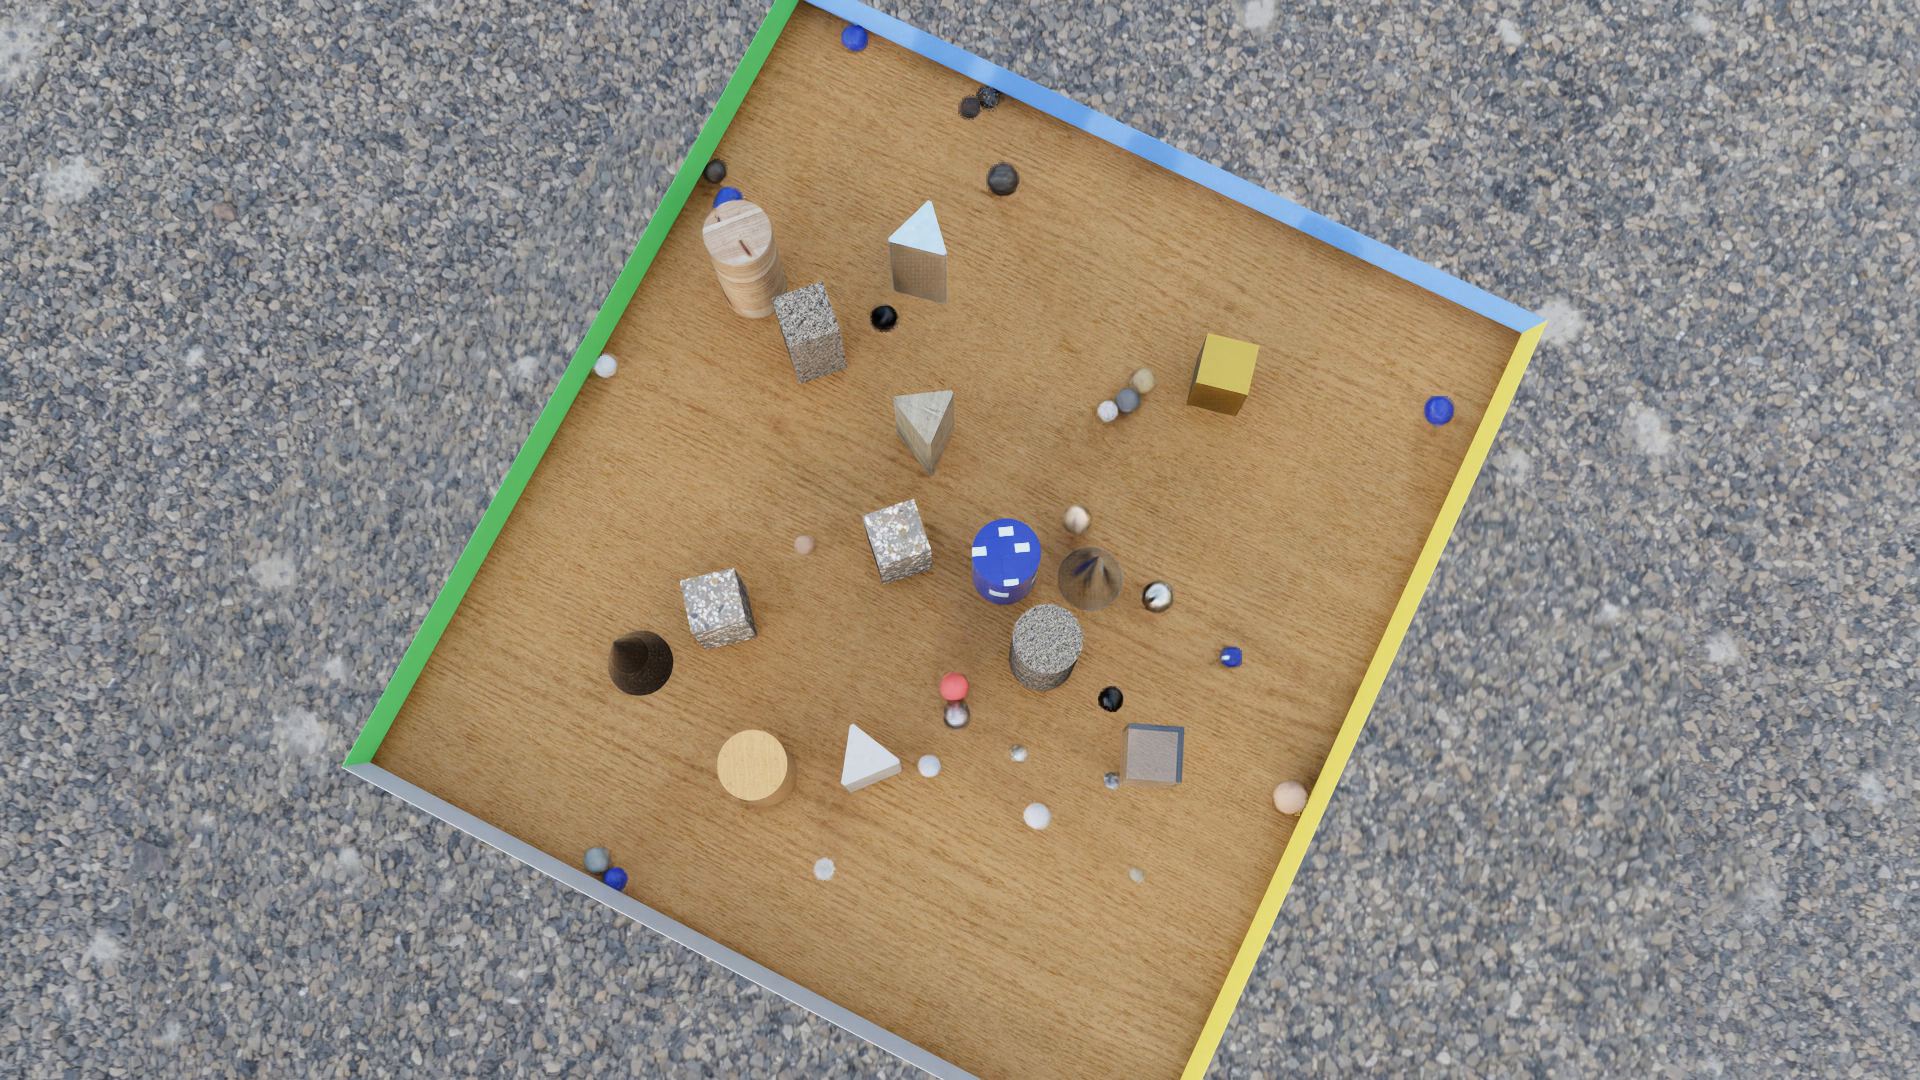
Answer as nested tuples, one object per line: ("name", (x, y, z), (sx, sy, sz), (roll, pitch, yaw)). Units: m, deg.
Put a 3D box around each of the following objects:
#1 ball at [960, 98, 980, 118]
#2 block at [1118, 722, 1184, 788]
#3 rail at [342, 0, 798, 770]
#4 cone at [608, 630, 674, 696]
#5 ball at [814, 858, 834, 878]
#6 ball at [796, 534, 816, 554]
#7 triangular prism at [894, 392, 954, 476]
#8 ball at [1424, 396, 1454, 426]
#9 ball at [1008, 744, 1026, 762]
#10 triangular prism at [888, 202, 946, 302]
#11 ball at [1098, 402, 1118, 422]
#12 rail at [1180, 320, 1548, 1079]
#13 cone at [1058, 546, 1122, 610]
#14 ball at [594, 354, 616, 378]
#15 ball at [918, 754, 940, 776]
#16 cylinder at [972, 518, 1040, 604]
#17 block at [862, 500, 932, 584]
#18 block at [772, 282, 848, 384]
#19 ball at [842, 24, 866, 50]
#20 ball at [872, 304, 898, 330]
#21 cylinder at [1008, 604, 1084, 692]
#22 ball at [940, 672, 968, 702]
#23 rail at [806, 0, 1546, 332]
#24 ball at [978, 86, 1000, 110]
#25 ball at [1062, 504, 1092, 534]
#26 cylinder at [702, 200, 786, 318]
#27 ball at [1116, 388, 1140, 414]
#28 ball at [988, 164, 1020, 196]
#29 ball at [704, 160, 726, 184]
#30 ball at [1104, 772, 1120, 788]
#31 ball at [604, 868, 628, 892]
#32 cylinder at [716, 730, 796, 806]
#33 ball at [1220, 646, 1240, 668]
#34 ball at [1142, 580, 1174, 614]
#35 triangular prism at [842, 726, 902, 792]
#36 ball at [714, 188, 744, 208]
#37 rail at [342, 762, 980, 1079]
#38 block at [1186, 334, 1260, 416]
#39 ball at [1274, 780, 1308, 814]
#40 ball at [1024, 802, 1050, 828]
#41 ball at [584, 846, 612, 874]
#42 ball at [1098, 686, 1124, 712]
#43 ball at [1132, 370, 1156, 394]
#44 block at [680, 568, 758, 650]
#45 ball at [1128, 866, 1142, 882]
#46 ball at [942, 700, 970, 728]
("ball", (0.033, -1.384, 5.870), (0.066, 0.066, 0.066), (0, 78, 0))
("block", (0.558, 0.633, 5.356), (0.159, 0.255, 0.159), (4, 78, 1))
("rail", (-1.150, -0.556, 5.665), (0.045, 0.129, 2.838), (26, 80, 5))
("cone", (-0.966, 0.327, 5.323), (0.199, 0.442, 0.199), (0, 78, 0))
("ball", (-0.398, 0.965, 5.386), (0.060, 0.060, 0.060), (0, 78, 0))
("ball", (-0.471, 0.012, 5.584), (0.059, 0.059, 0.059), (0, 78, 0))
("triangular prism", (-0.081, -0.349, 5.492), (0.149, 0.386, 0.172), (-36, 81, -7))
("ball", (1.478, -0.397, 5.653), (0.090, 0.090, 0.090), (0, 78, 0))
("ball", (0.171, 0.636, 5.458), (0.053, 0.053, 0.053), (0, 78, 0))
("triangular prism", (-0.107, -0.882, 5.578), (0.172, 0.433, 0.149), (14, 79, 3))
("ball", (0.457, -0.397, 5.667), (0.062, 0.062, 0.062), (0, 78, 0))
("rail", (1.150, 0.570, 5.432), (0.045, 0.129, 2.838), (26, 80, 5))
("cone", (0.398, 0.082, 5.417), (0.199, 0.357, 0.199), (0, 78, 0))
("ball", (-1.102, -0.541, 5.693), (0.071, 0.071, 0.071), (0, 78, 0))
("ball", (-0.093, 0.670, 5.444), (0.067, 0.067, 0.067), (0, 78, 0))
("cylinder", (0.134, 0.068, 5.438), (0.199, 0.322, 0.199), (0, 78, 0))
("block", (-0.185, 0.008, 5.467), (0.159, 0.290, 0.159), (-18, 79, -4))
("block", (-0.453, -0.623, 5.552), (0.159, 0.379, 0.159), (-19, 79, -4))
("ball", (-0.342, -1.620, 5.910), (0.082, 0.082, 0.082), (0, 78, 0))
("ball", (-0.236, -0.694, 5.719), (0.081, 0.081, 0.081), (0, 78, 0))
("cylinder", (0.247, 0.318, 5.349), (0.199, 0.396, 0.199), (0, 78, 0))
("ball", (-0.018, 0.438, 5.481), (0.087, 0.087, 0.087), (0, 78, 0))
("rail", (0.624, -1.215, 5.801), (2.619, 0.129, 0.045), (26, 80, 5))
("ball", (0.092, -1.418, 5.874), (0.071, 0.071, 0.071), (0, 78, 0))
("ball", (0.356, -0.062, 5.582), (0.092, 0.092, 0.092), (0, 78, 0))
("cylinder", (-0.645, -0.842, 5.543), (0.199, 0.485, 0.199), (0, 78, 0))
("ball", (0.517, -0.430, 5.668), (0.075, 0.075, 0.075), (0, 78, 0))
("ball", (0.137, -1.139, 5.802), (0.099, 0.099, 0.099), (0, 78, 0))
("ball", (-0.778, -1.169, 5.821), (0.073, 0.073, 0.073), (0, 78, 0))
("ball", (0.449, 0.713, 5.445), (0.048, 0.048, 0.048), (0, 78, 0))
("ball", (-1.009, 0.996, 5.375), (0.070, 0.070, 0.070), (0, 78, 0))
("cylinder", (-0.587, 0.666, 5.322), (0.199, 0.307, 0.199), (0, 78, 0))
("ball", (0.813, 0.352, 5.512), (0.061, 0.061, 0.061), (0, 78, 0))
("ball", (0.596, 0.172, 5.531), (0.097, 0.097, 0.097), (0, 78, 0))
("triangular prism", (-0.280, 0.621, 5.336), (0.172, 0.298, 0.149), (-22, 79, -4))
("ball", (-0.729, -1.063, 5.788), (0.096, 0.096, 0.096), (0, 78, 0))
("rail", (-0.624, 1.229, 5.295), (2.619, 0.129, 0.045), (26, 80, 5))
("block", (0.801, -0.502, 5.598), (0.159, 0.240, 0.159), (14, 79, 3))
("ball", (0.976, 0.761, 5.409), (0.099, 0.099, 0.099), (0, 78, 0))
("ball", (0.227, 0.813, 5.410), (0.076, 0.076, 0.076), (0, 78, 0))
("ball", (-1.064, 0.940, 5.383), (0.076, 0.076, 0.076), (0, 78, 0))
("ball", (0.452, 0.477, 5.480), (0.075, 0.075, 0.075), (0, 78, 0))
("ball", (0.569, -0.491, 5.680), (0.075, 0.075, 0.075), (0, 78, 0))
("block", (-0.709, 0.206, 5.413), (0.159, 0.315, 0.159), (-14, 79, -3))
("ball", (0.517, 0.983, 5.392), (0.042, 0.042, 0.042), (0, 78, 0))
("ball", (-0.009, 0.521, 5.466), (0.083, 0.083, 0.083), (0, 78, 0))
